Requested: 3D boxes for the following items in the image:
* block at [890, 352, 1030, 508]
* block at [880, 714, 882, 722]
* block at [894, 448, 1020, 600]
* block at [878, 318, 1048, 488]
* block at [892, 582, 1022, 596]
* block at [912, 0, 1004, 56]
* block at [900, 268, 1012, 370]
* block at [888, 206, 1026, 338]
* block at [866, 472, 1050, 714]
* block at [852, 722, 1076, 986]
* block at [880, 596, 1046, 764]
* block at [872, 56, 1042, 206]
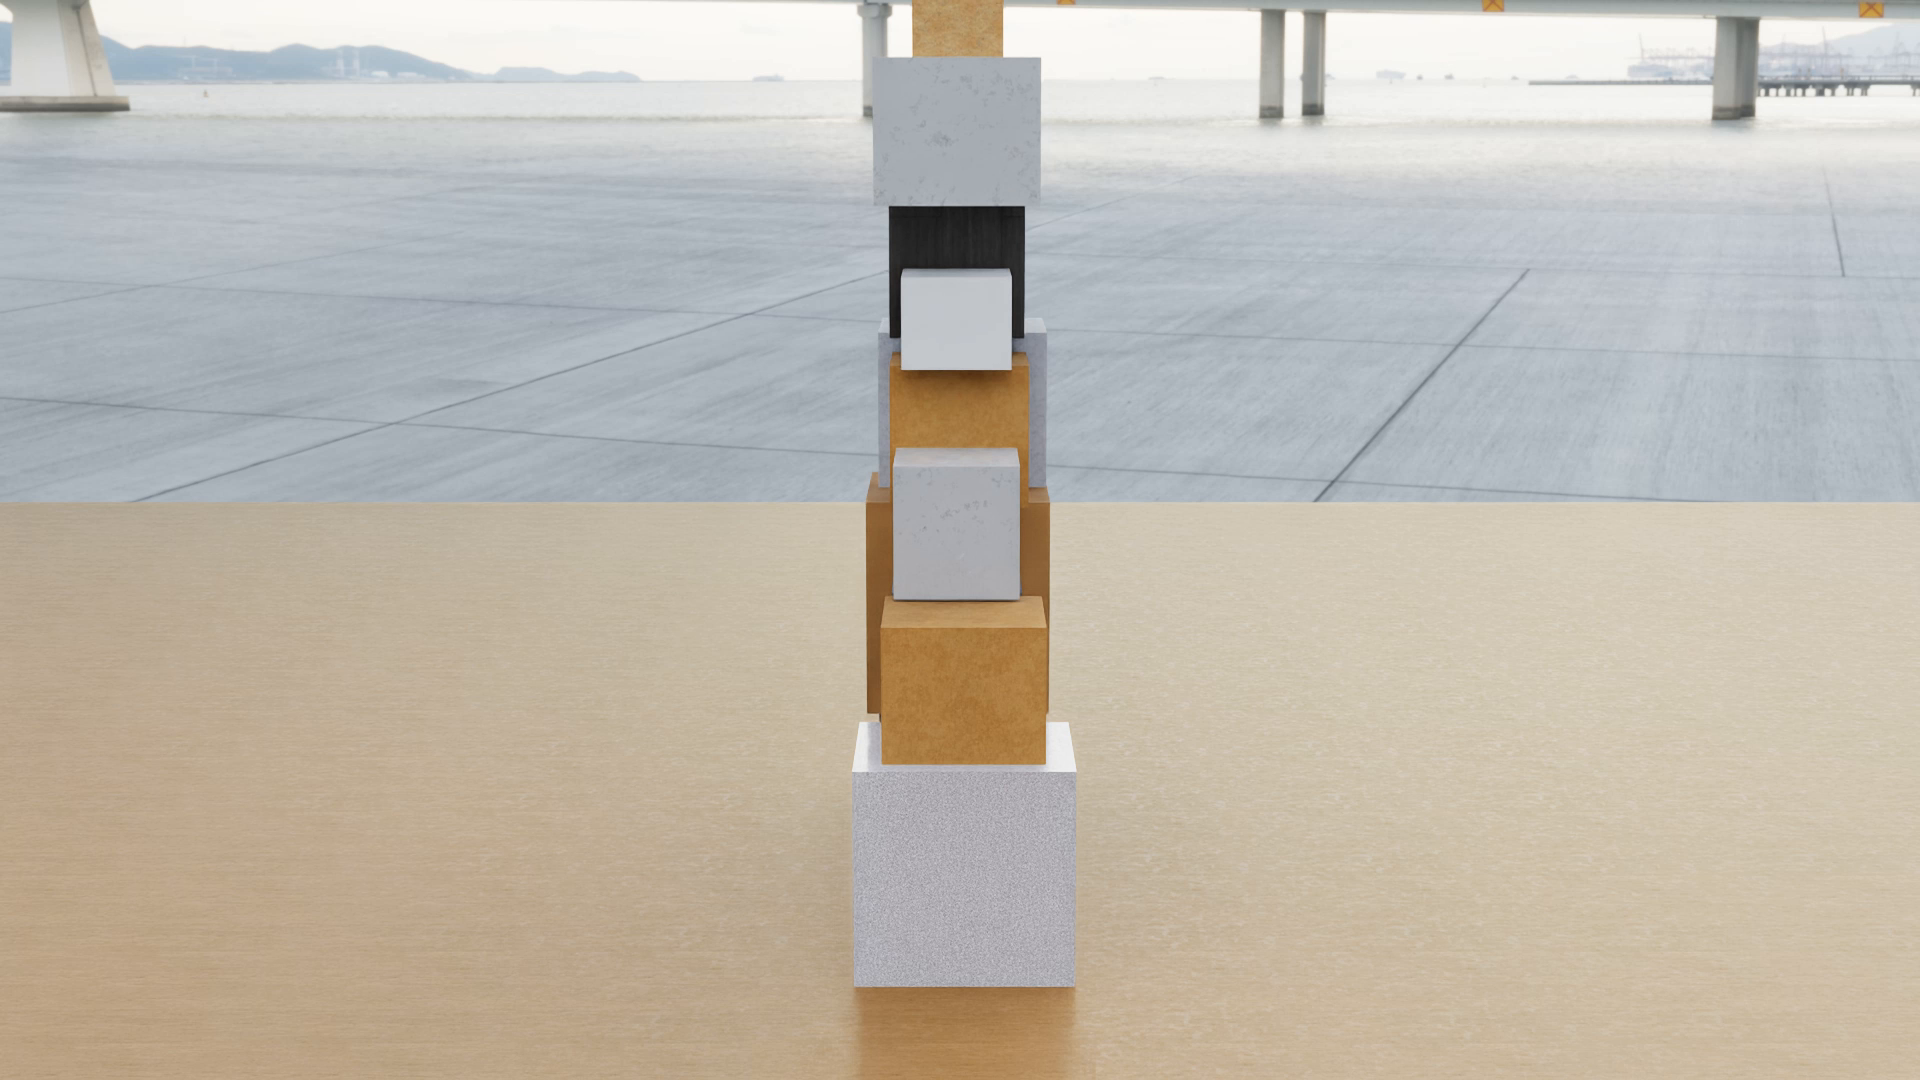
[{"bbox_3d":[-0.003,-0.479,11.005,0.582,0.600,0.546,0,10,0],"label":"block"},{"bbox_3d":[0.008,1.023,11.766,0.728,0.777,0.827,0,10,0],"label":"block"},{"bbox_3d":[-0.014,-0.074,10.535,0.506,0.542,0.523,0,10,0],"label":"block"},{"bbox_3d":[0.011,-0.632,11.619,0.739,0.683,0.698,0,10,0],"label":"block"},{"bbox_3d":[-0.013,0.445,10.762,0.534,0.550,0.530,0,9,0],"label":"block"},{"bbox_3d":[-0.009,-2.203,10.760,0.377,0.343,0.395,0,11,0],"label":"block"},{"bbox_3d":[-0.015,-0.928,10.738,0.452,0.380,0.483,0,10,0],"label":"block"},{"bbox_3d":[-0.013,-1.201,11.208,0.579,0.582,0.528,0,11,0],"label":"block"},{"bbox_3d":[-0.009,0.219,11.429,0.787,0.925,0.855,0,10,0],"label":"block"},{"bbox_3d":[0.017,1.246,10.291,0.861,0.866,0.762,0,10,0],"label":"block"},{"bbox_3d":[0.014,0.549,10.188,0.636,0.542,0.605,0,10,0],"label":"block"},{"bbox_3d":[-0.012,-1.737,10.852,0.693,0.607,0.584,0,11,0],"label":"block"}]
